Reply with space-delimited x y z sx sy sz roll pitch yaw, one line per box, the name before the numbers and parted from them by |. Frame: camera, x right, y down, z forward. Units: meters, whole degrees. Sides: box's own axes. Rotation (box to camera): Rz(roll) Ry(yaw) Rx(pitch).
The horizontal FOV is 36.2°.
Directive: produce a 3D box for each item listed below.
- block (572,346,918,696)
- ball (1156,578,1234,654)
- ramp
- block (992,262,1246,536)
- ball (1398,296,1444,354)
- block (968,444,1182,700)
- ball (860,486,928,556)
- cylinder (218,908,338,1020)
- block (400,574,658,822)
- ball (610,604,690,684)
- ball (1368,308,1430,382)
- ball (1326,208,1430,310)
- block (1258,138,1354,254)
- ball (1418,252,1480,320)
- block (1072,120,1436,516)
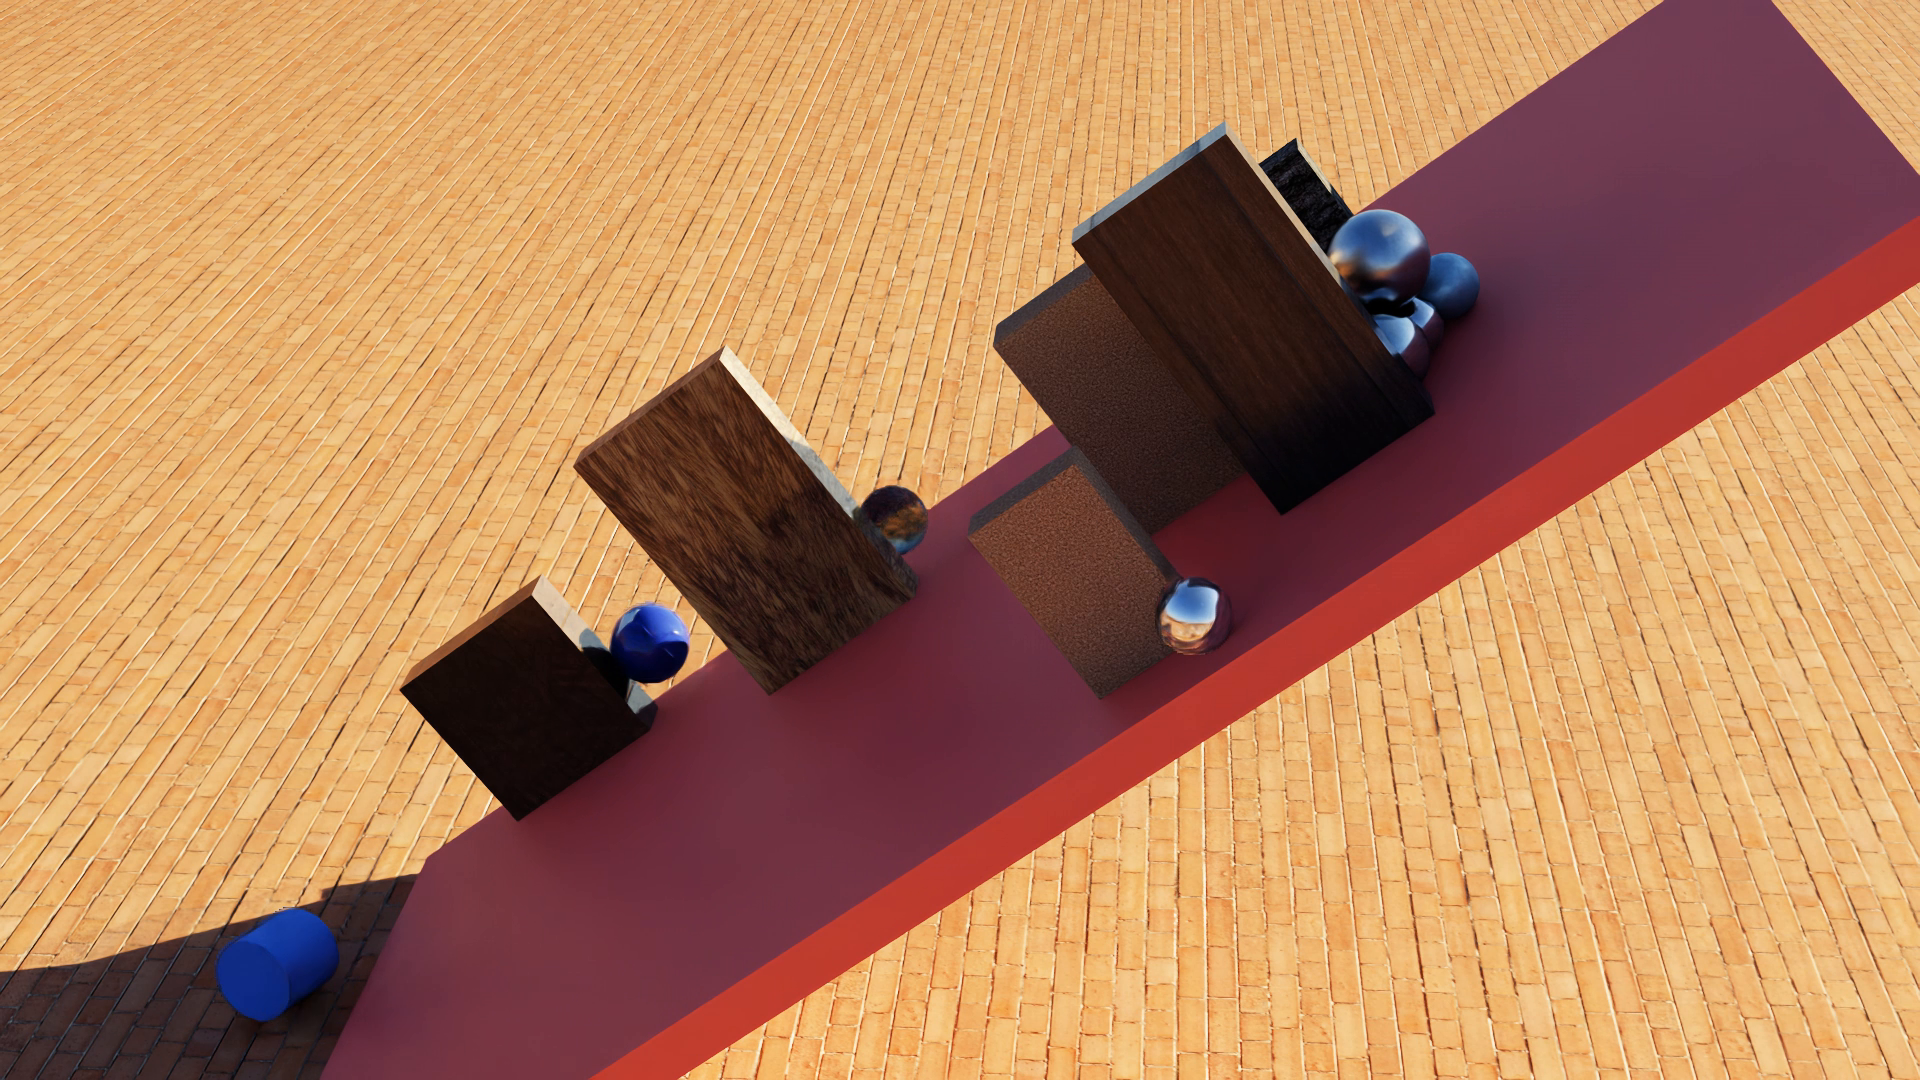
block | -0.492 -0.039 6.820 0.439 0.718 0.105 -34 16 17
ball | 0.424 0.137 5.320 0.139 0.139 0.139 0 23 0
ramp | 0.128 0.180 6.324 4.000 0.100 2.000 -34 16 17
block | 0.396 -0.336 5.992 0.423 0.521 0.138 -34 16 17
ball | 0.897 -0.421 5.829 0.124 0.124 0.124 0 23 0
block | 0.237 0.062 5.454 0.245 0.408 0.099 -34 16 17
ball | -0.158 -0.045 6.950 0.168 0.168 0.168 0 23 0
cylinder | -1.675 1.043 7.232 0.208 0.208 0.208 9 19 21
block | -1.087 0.401 7.434 0.445 0.458 0.133 -34 16 17
ball | -0.782 0.262 7.412 0.201 0.201 0.201 0 23 0
ball | 0.819 -0.357 5.711 0.186 0.186 0.186 0 23 0
ball | 0.819 -0.546 5.758 0.204 0.204 0.204 0 23 0
block | 0.693 -0.569 6.150 0.329 0.423 0.099 -34 16 17
ball | 0.973 -0.508 5.884 0.133 0.133 0.133 0 23 0
block | 0.555 -0.413 5.554 0.353 0.675 0.096 -34 16 17
